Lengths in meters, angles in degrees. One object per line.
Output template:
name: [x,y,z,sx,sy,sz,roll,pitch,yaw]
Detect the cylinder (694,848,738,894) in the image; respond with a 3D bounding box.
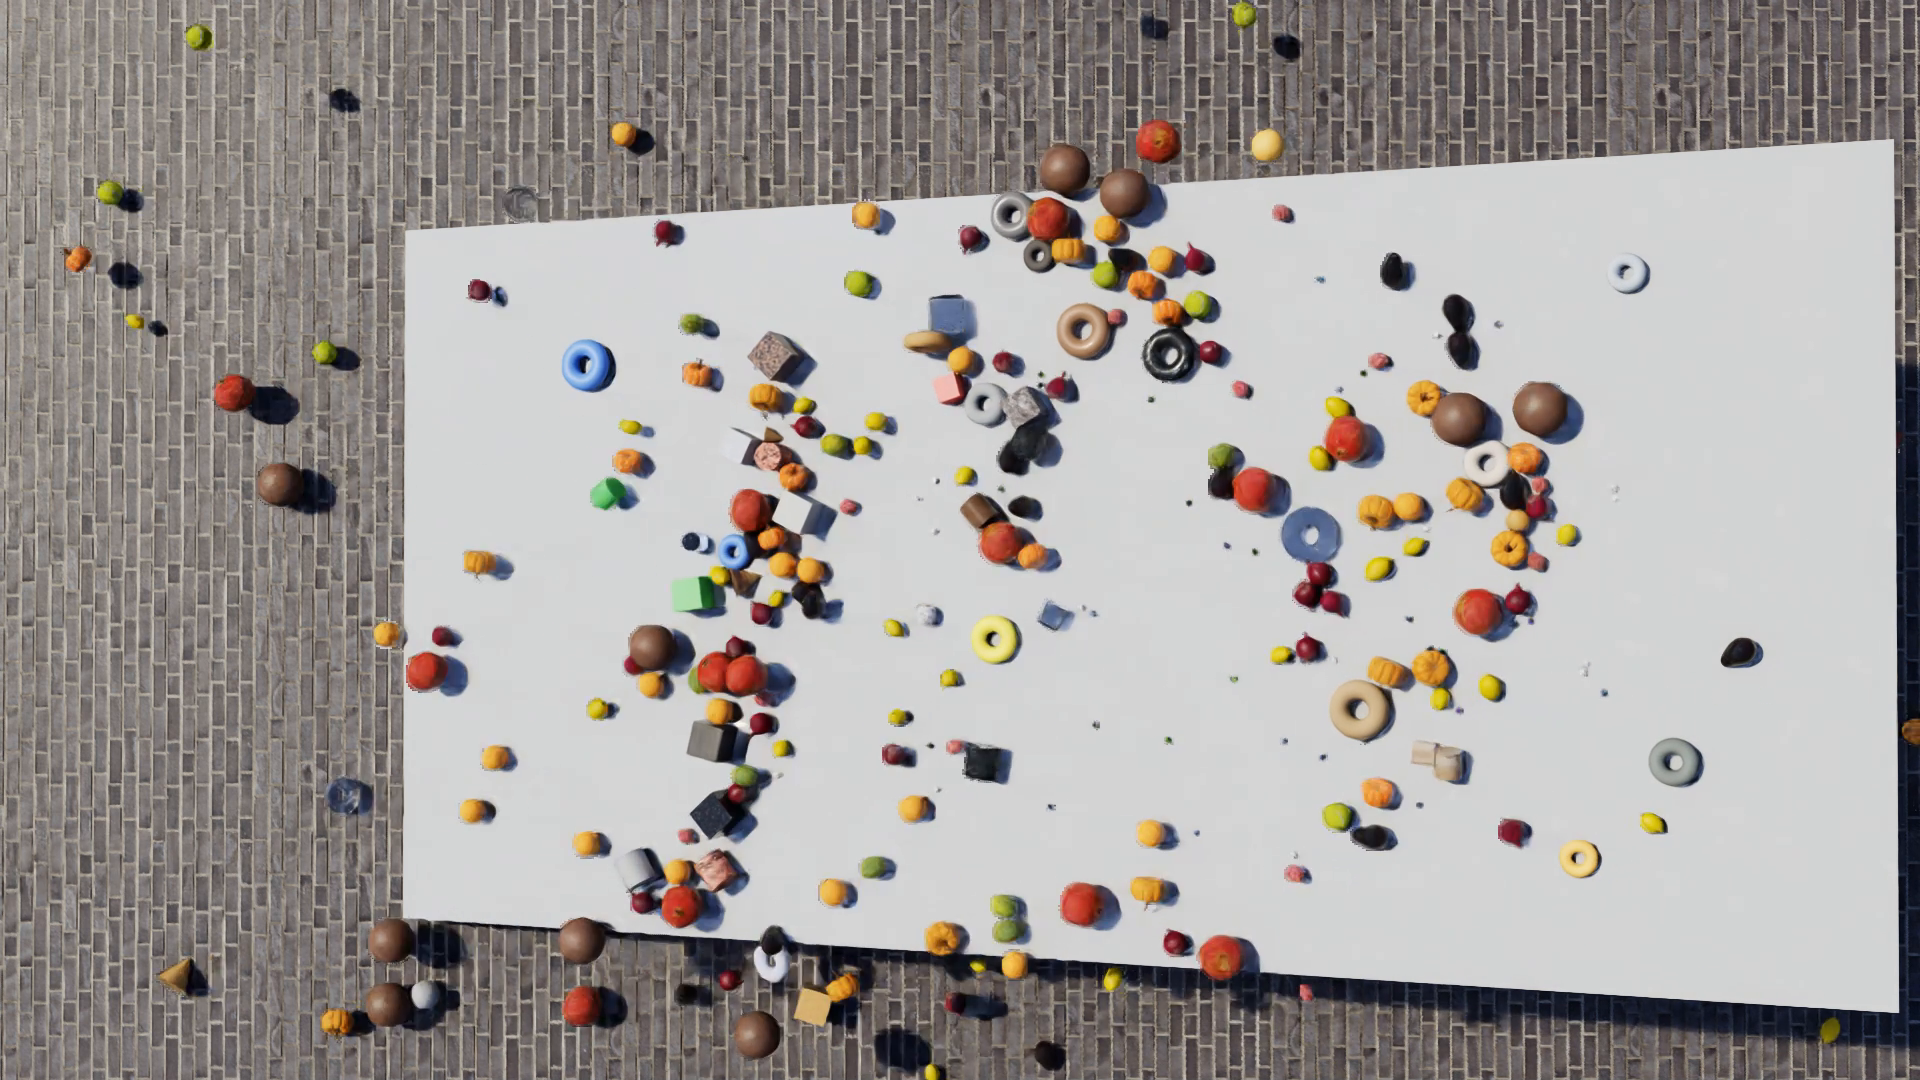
cylinder: [-0.665,0.902,5.993,0.085,0.085,0.085,-39,75,0]

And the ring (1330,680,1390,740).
ring: [0.985,0.419,5.423,0.149,0.050,0.149,1,93,22]

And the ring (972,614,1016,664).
ring: [0.089,0.259,5.755,0.127,0.042,0.127,0,90,20]

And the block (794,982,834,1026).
block: [-0.427,1.356,6.429,0.092,0.092,0.092,17,89,0]

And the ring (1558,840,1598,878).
ring: [1.477,0.760,5.251,0.092,0.031,0.092,0,89,19]

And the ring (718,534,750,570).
ring: [-0.617,0.033,6.019,0.097,0.032,0.097,0,91,20]

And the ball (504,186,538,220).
ball: [-1.249,-0.957,6.255,0.097,0.097,0.097,0,89,0]

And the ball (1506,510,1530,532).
ball: [1.345,-0.046,5.295,0.056,0.056,0.056,0,89,0]

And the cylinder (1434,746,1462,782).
cylinder: [1.184,0.543,5.333,0.065,0.065,0.065,-11,115,0]

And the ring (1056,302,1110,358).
ring: [0.319,-0.542,5.679,0.144,0.048,0.144,0,90,19]

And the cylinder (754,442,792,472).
cylinder: [-0.505,-0.225,5.958,0.077,0.077,0.077,0,89,20]

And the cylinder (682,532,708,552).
cylinder: [-0.727,0.005,6.048,0.054,0.054,0.054,0,89,20]

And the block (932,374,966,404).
block: [-0.026,-0.398,5.794,0.062,0.062,0.062,-17,84,19]

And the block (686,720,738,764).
block: [-0.676,0.548,6.001,0.093,0.093,0.093,14,94,20]

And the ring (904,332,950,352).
ring: [-0.086,-0.521,5.783,0.124,0.124,0.041,0,86,0]

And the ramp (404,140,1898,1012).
ramp: [0.280,0.090,5.763,4.000,0.100,2.000,0,89,20]

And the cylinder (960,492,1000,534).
cylinder: [0.051,-0.072,5.754,0.076,0.076,0.076,-40,76,0]

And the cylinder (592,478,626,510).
cylinder: [-0.977,-0.129,6.108,0.066,0.066,0.066,-38,89,31]

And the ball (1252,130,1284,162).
ball: [0.777,-0.996,5.556,0.083,0.083,0.083,0,89,0]

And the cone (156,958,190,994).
cone: [-2.286,1.265,6.453,0.098,0.098,0.098,30,62,0]

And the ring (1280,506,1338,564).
ring: [0.869,-0.013,5.473,0.143,0.048,0.143,0,90,19]

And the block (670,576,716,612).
block: [-0.732,0.149,6.030,0.087,0.087,0.087,-9,86,20]

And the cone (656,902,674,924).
cone: [-0.806,1.021,6.078,0.054,0.054,0.054,43,70,1]

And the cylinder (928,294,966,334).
cylinder: [-0.035,-0.592,5.784,0.092,0.092,0.092,-3,88,0]

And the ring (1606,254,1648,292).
ring: [1.585,-0.636,5.230,0.094,0.031,0.094,0,90,19]

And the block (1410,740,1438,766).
block: [1.133,0.520,5.366,0.054,0.054,0.054,6,91,20]

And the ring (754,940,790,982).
ring: [-0.535,1.195,6.254,0.128,0.043,0.128,6,99,40]

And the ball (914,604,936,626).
ball: [-0.090,0.198,5.812,0.057,0.057,0.057,0,89,0]

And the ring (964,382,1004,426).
ring: [0.066,-0.357,5.773,0.115,0.038,0.115,-1,88,20]

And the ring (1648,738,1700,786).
ring: [1.681,0.523,5.176,0.115,0.038,0.115,-1,88,21]

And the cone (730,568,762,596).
cone: [-0.579,0.105,6.001,0.085,0.085,0.085,-14,89,-8]

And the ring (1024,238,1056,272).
ring: [0.206,-0.742,5.733,0.087,0.029,0.087,0,90,19]

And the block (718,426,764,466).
block: [-0.599,-0.255,5.992,0.077,0.077,0.077,27,98,18]

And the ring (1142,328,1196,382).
ring: [0.532,-0.471,5.601,0.139,0.046,0.139,-1,88,20]

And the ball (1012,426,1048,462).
ball: [0.179,-0.250,5.689,0.093,0.093,0.093,0,89,0]

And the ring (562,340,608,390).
ring: [-1.052,-0.492,6.175,0.145,0.048,0.145,-1,88,20]

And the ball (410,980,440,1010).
ball: [-1.564,1.330,6.433,0.085,0.085,0.085,0,89,0]

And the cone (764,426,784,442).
cone: [-0.504,-0.280,5.986,0.056,0.056,0.056,8,89,-7]

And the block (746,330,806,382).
block: [-0.497,-0.495,5.949,0.094,0.094,0.094,45,103,15]

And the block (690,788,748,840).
block: [-0.658,0.748,5.992,0.093,0.093,0.093,-43,76,14]

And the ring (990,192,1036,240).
ring: [0.139,-0.848,5.752,0.126,0.042,0.126,0,90,19]

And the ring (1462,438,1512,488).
ring: [1.278,-0.186,5.330,0.118,0.039,0.118,0,91,21]

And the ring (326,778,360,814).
ring: [-1.813,0.751,6.462,0.108,0.036,0.108,0,88,9]

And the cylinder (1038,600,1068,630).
cylinder: [0.241,0.194,5.690,0.060,0.060,0.060,26,99,0]

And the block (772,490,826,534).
block: [-0.435,-0.075,5.923,0.090,0.090,0.090,26,98,18]

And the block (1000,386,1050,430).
block: [0.169,-0.342,5.712,0.082,0.082,0.082,-33,79,17]

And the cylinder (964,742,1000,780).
cylinder: [0.059,0.577,5.737,0.083,0.083,0.083,9,95,0]
